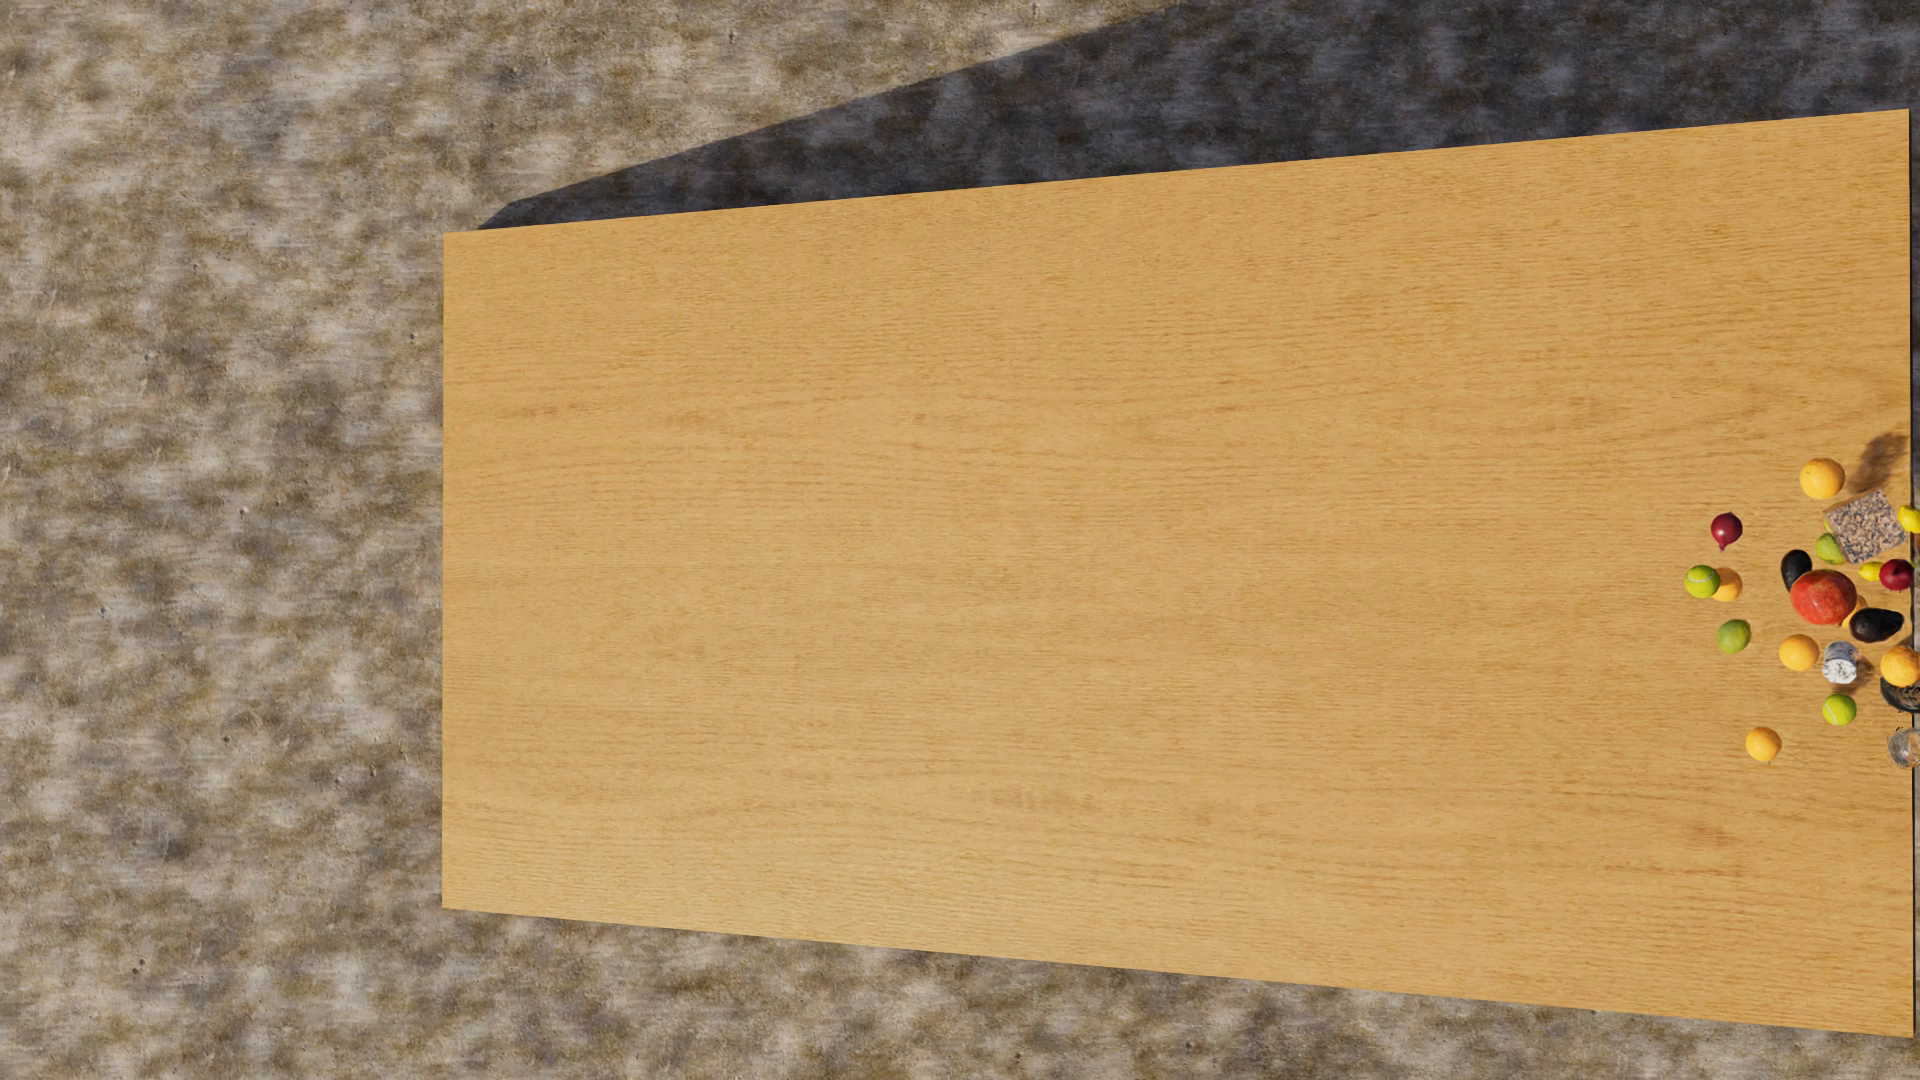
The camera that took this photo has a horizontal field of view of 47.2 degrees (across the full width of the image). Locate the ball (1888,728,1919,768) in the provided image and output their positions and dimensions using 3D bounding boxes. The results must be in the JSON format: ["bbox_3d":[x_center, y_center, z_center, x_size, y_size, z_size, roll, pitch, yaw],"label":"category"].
[{"bbox_3d":[1.758,0.385,4.073,0.073,0.073,0.073,0,89,0],"label":"ball"}]

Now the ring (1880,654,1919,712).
[{"bbox_3d":[1.742,0.259,3.987,0.139,0.139,0.046,-29,119,0],"label":"ring"}]

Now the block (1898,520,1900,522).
[{"bbox_3d":[1.635,-0.023,3.934,0.053,0.053,0.053,21,96,-17],"label":"block"}]

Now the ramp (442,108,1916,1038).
[{"bbox_3d":[0.280,0.080,5.671,4.000,0.100,2.000,0,89,26],"label":"ramp"}]

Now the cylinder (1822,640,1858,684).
[{"bbox_3d":[1.757,0.244,4.387,0.062,0.062,0.062,13,129,17],"label":"cylinder"}]

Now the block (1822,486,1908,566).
[{"bbox_3d":[1.504,-0.024,3.658,0.094,0.094,0.094,-27,86,16],"label":"block"}]
